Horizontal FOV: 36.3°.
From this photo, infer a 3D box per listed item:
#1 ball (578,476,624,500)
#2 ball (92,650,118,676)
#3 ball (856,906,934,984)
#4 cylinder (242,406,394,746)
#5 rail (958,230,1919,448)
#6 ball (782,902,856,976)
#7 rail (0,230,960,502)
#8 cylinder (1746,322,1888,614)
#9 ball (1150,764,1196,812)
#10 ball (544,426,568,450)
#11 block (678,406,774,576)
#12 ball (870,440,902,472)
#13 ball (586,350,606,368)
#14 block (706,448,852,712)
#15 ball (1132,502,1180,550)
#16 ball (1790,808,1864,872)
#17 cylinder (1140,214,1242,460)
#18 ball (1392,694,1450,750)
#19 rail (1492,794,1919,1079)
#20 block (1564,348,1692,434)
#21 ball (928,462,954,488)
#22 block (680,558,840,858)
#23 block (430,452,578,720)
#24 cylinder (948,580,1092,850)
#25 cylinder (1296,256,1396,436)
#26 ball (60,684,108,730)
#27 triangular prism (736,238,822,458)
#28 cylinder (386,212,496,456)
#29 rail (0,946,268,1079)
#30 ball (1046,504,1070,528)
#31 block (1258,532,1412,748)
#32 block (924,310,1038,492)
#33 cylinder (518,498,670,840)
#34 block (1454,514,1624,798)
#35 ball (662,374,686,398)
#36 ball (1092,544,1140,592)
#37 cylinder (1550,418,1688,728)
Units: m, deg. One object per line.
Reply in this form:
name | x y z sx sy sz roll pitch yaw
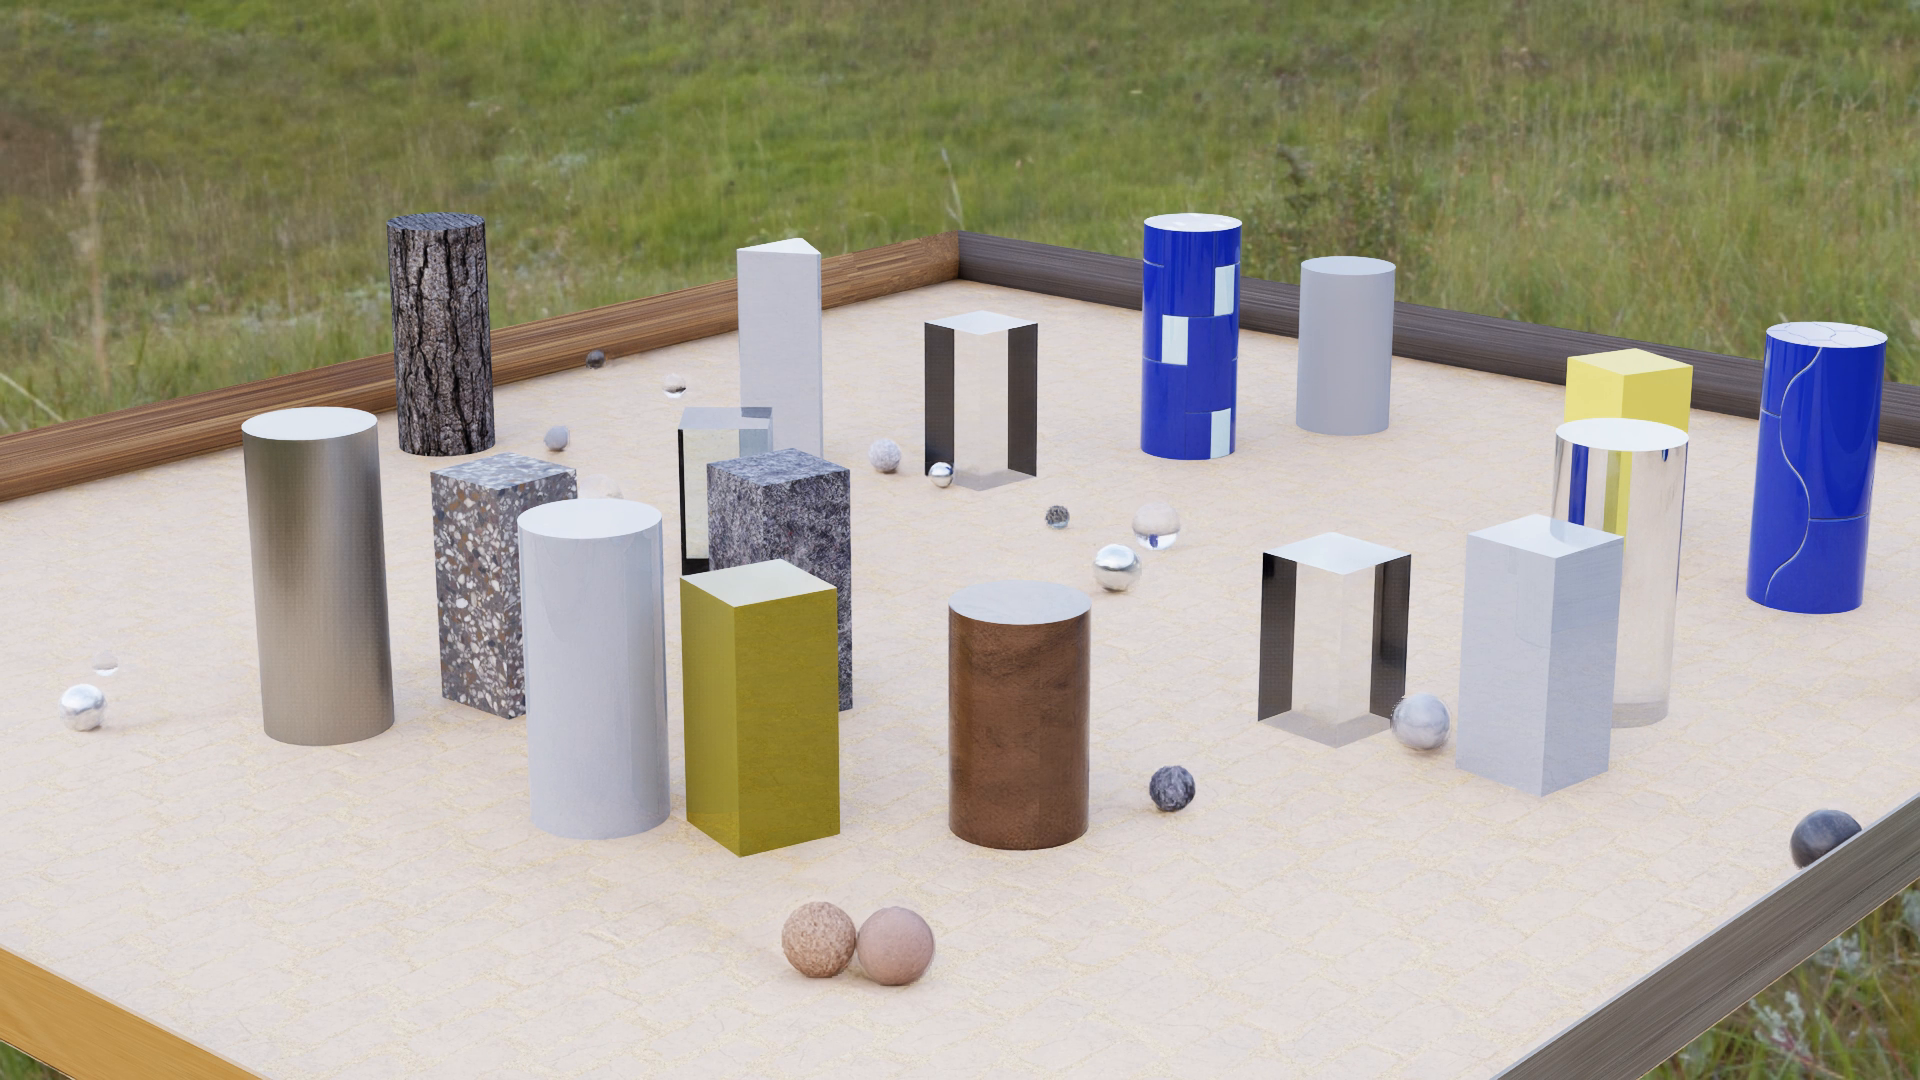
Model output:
ball | -0.684 -0.077 5.552 0.091 0.091 0.091 0 17 0
ball | -1.377 0.199 4.722 0.041 0.041 0.041 0 17 0
ball | -0.080 0.501 3.623 0.096 0.096 0.096 0 17 0
cylinder | -0.971 0.054 4.447 0.198 0.477 0.198 0 17 0
rail | 1.331 -0.410 6.588 3.585 0.129 0.045 14 22 39
ball | -0.175 0.496 3.646 0.093 0.093 0.093 0 17 0
rail | -1.336 -0.302 6.230 0.045 0.129 4.109 14 22 39
cylinder | 1.475 -0.126 5.058 0.198 0.469 0.198 0 17 0
ball | 0.302 0.353 4.169 0.066 0.066 0.066 0 17 0
ball | -0.834 -0.209 6.063 0.050 0.050 0.050 0 17 0
block | -0.419 -0.089 5.280 0.159 0.270 0.159 0 17 0
ball | -0.150 -0.170 5.904 0.065 0.065 0.065 0 17 0
ball | -0.839 -0.416 6.759 0.044 0.044 0.044 0 17 0
block | -0.278 0.073 4.539 0.159 0.387 0.159 -12 21 -35
ball | 0.360 -0.025 5.381 0.091 0.091 0.091 0 17 0
ball | 1.163 0.409 3.926 0.098 0.098 0.098 0 17 0
cylinder | 0.473 -0.418 6.021 0.198 0.474 0.198 0 17 0
ball | 0.692 0.273 4.399 0.086 0.086 0.086 0 17 0
rail | 1.336 0.367 4.010 0.045 0.129 4.109 14 22 39
block | 1.224 -0.163 5.405 0.159 0.340 0.159 -8 19 -26
ball | -0.037 -0.129 5.796 0.050 0.050 0.050 0 17 0
block | -0.277 0.231 4.063 0.159 0.361 0.159 -10 20 -31
block | -0.706 0.069 4.585 0.159 0.369 0.159 14 22 39
cylinder | 0.082 0.242 4.082 0.198 0.328 0.198 0 17 0
cylinder | 0.818 -0.413 6.228 0.198 0.345 0.198 0 17 0
ball | -1.340 0.255 4.482 0.071 0.071 0.071 0 17 0
triangular prism | -0.344 -0.382 5.954 0.172 0.442 0.149 4 17 13
cylinder | -1.069 -0.425 6.048 0.198 0.471 0.198 0 17 0
rail | -1.331 0.475 3.652 3.585 0.129 0.045 14 22 39
ball | 0.184 -0.044 5.521 0.045 0.045 0.045 0 17 0
block | 0.571 0.151 4.479 0.159 0.274 0.159 -15 22 -40
block | 0.042 -0.278 5.832 0.159 0.315 0.159 -15 22 -41
cylinder | -0.510 0.179 4.103 0.198 0.437 0.198 0 17 0
block | 0.844 0.166 4.278 0.159 0.361 0.159 -14 22 -39
ball | -0.634 -0.340 6.490 0.053 0.053 0.053 0 17 0
ball | 0.274 0.048 5.149 0.084 0.084 0.084 0 17 0
cylinder | 1.008 0.050 4.525 0.198 0.440 0.198 0 17 0
